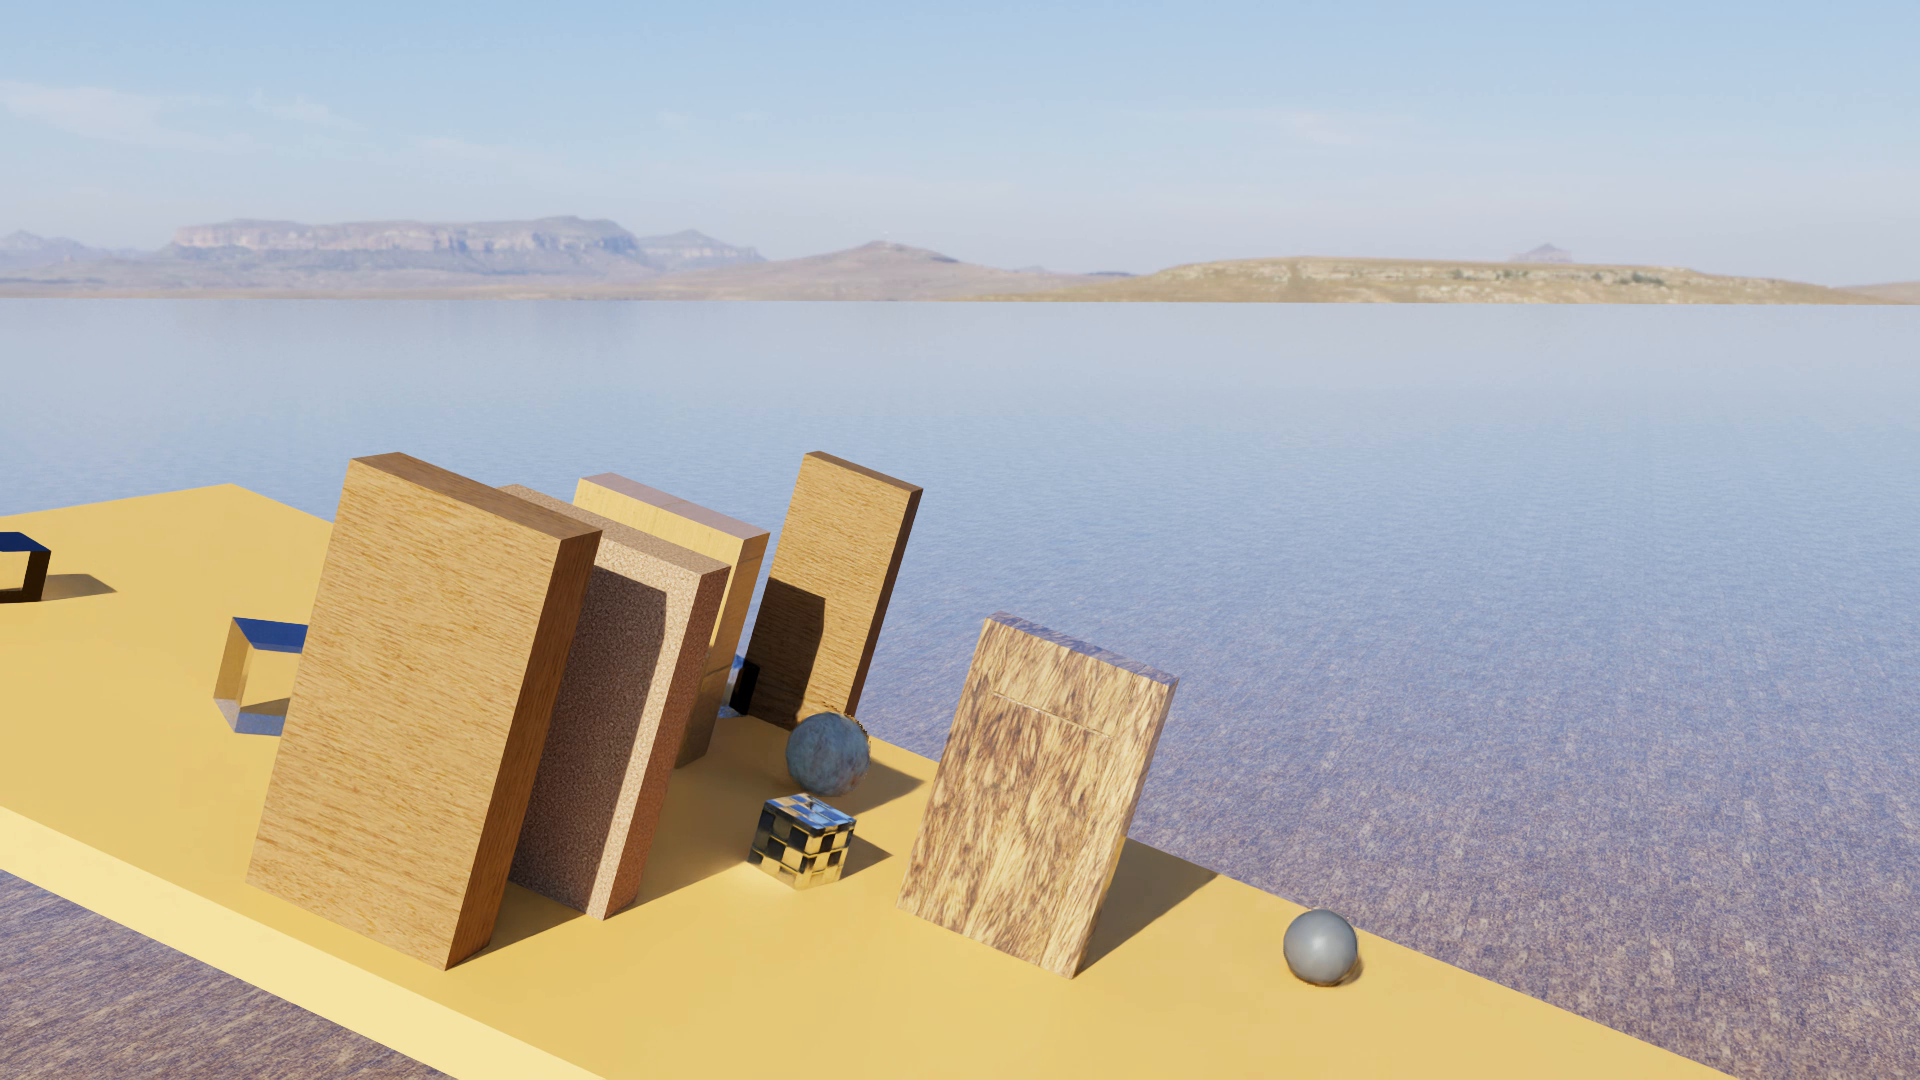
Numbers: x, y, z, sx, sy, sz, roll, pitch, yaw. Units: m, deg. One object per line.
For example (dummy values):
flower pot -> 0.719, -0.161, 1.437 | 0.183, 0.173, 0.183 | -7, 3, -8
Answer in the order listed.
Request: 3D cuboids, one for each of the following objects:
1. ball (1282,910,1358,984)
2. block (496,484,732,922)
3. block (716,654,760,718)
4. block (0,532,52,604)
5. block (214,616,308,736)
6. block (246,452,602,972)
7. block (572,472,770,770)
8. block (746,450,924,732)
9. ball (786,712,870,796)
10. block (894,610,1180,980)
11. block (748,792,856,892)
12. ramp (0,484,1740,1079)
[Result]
ball -> 0.736, 0.831, 4.493 | 0.152, 0.152, 0.152 | 0, 7, 0
block -> -0.694, 0.277, 3.811 | 0.426, 0.635, 0.129 | 20, 12, 14
block -> -0.558, 0.327, 5.045 | 0.122, 0.122, 0.122 | 26, 14, 36
block -> -1.909, 0.055, 4.397 | 0.110, 0.110, 0.110 | 24, 13, 29
block -> -1.295, 0.262, 4.173 | 0.168, 0.168, 0.168 | 9, 14, -35
block -> -0.845, 0.265, 3.450 | 0.372, 0.716, 0.140 | 20, 12, 14
block -> -0.670, 0.167, 4.660 | 0.386, 0.513, 0.147 | 20, 12, 14
block -> -0.307, 0.135, 5.050 | 0.266, 0.624, 0.093 | 20, 12, 14
ball -> -0.283, 0.457, 4.698 | 0.179, 0.179, 0.179 | 0, 7, 0
block -> 0.142, 0.480, 4.160 | 0.367, 0.599, 0.096 | 20, 12, 14
block -> -0.304, 0.579, 4.224 | 0.130, 0.130, 0.130 | 24, 13, 30
ramp -> -0.360, 0.683, 4.228 | 4.000, 0.100, 2.000 | 20, 12, 14
